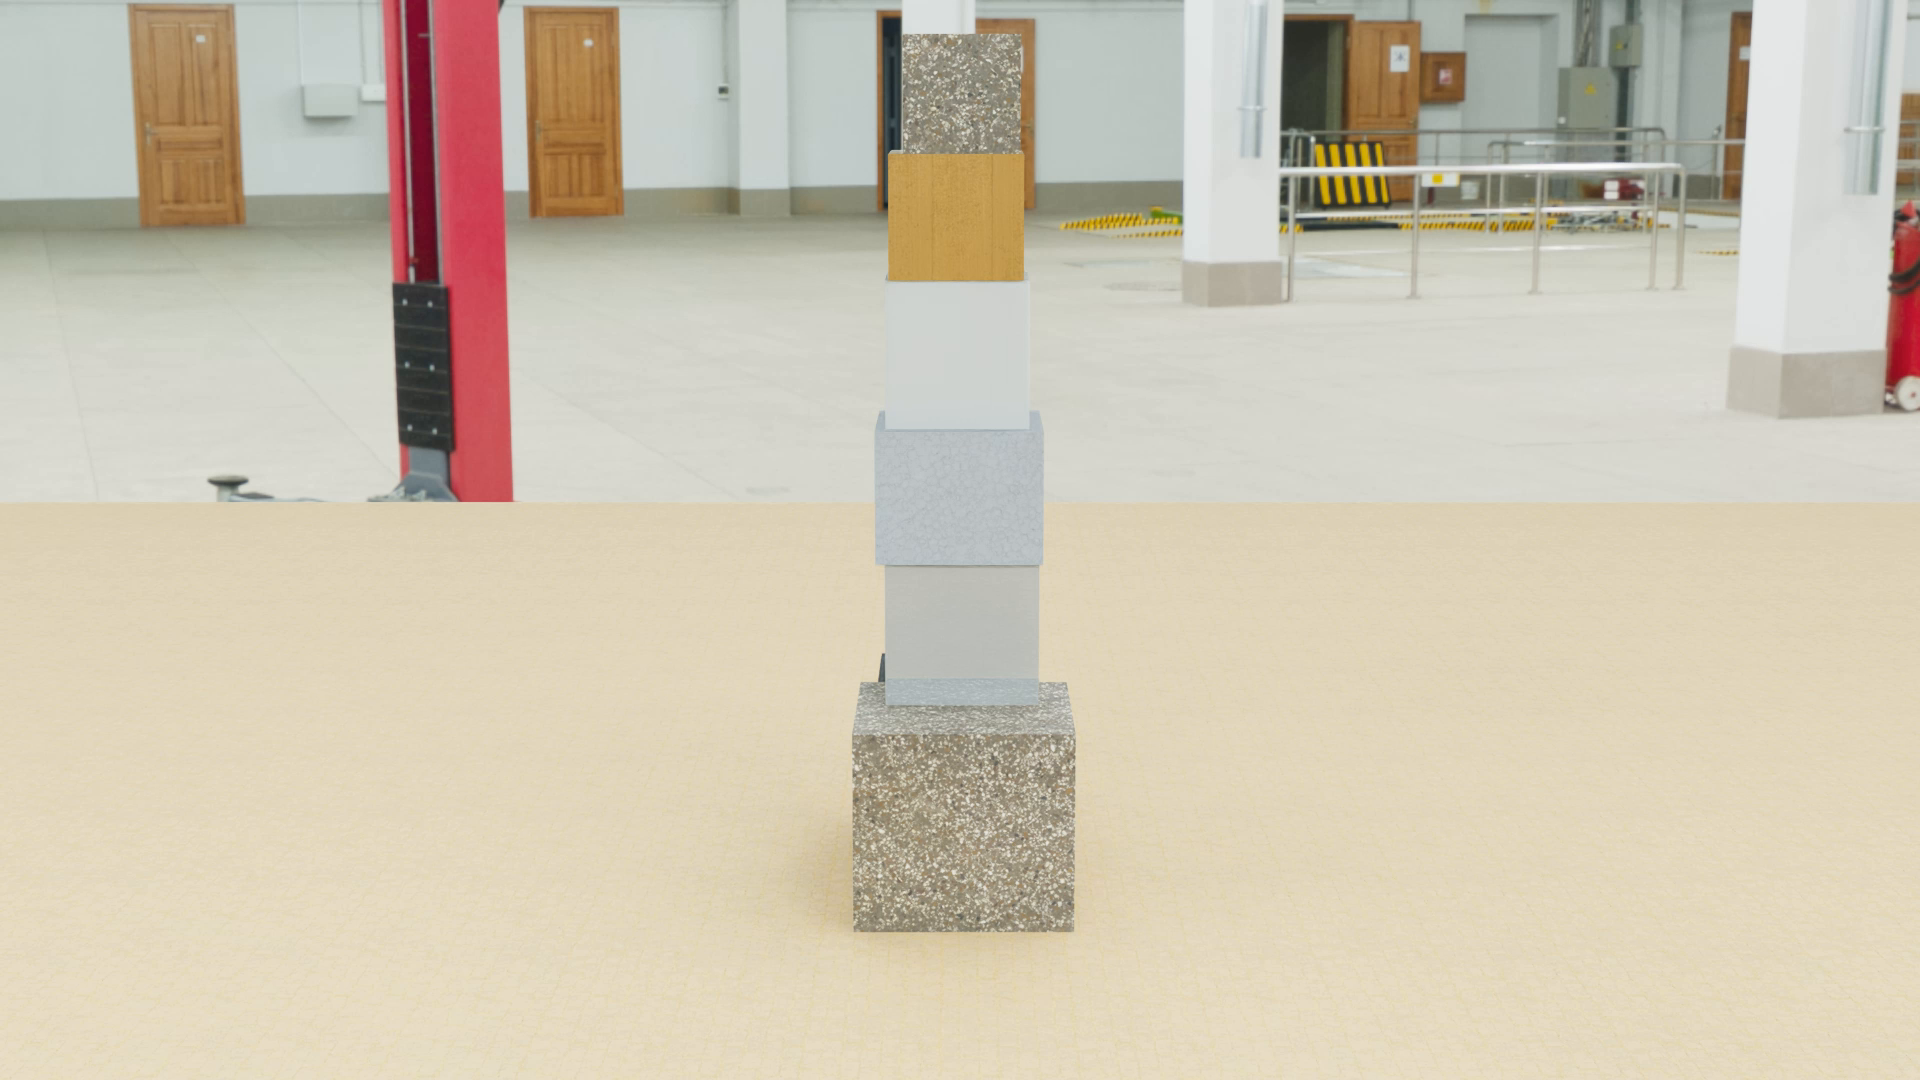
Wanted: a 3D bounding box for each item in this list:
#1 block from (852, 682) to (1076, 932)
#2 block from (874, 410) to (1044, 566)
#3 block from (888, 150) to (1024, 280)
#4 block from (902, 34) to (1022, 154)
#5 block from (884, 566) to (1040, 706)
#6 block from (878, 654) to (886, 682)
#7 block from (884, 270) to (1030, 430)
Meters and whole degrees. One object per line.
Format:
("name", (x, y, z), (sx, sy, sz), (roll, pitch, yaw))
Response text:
("block", (0.016, 1.128, 11.003), (0.915, 0.844, 0.915), (0, 10, 0))
("block", (-0.003, -0.236, 11.137), (0.711, 0.568, 0.707), (0, 10, 0))
("block", (-0.016, -1.389, 10.928), (0.564, 0.523, 0.555), (0, 10, 0))
("block", (0.007, -1.886, 10.837), (0.487, 0.488, 0.535), (0, 10, 0))
("block", (0.008, 0.344, 11.243), (0.654, 0.612, 0.682), (0, 10, 0))
("block", (-0.007, 0.997, 11.832), (0.726, 0.805, 0.742), (0, 10, 0))
("block", (-0.011, -0.823, 11.031), (0.608, 0.626, 0.538), (0, 10, 0))
